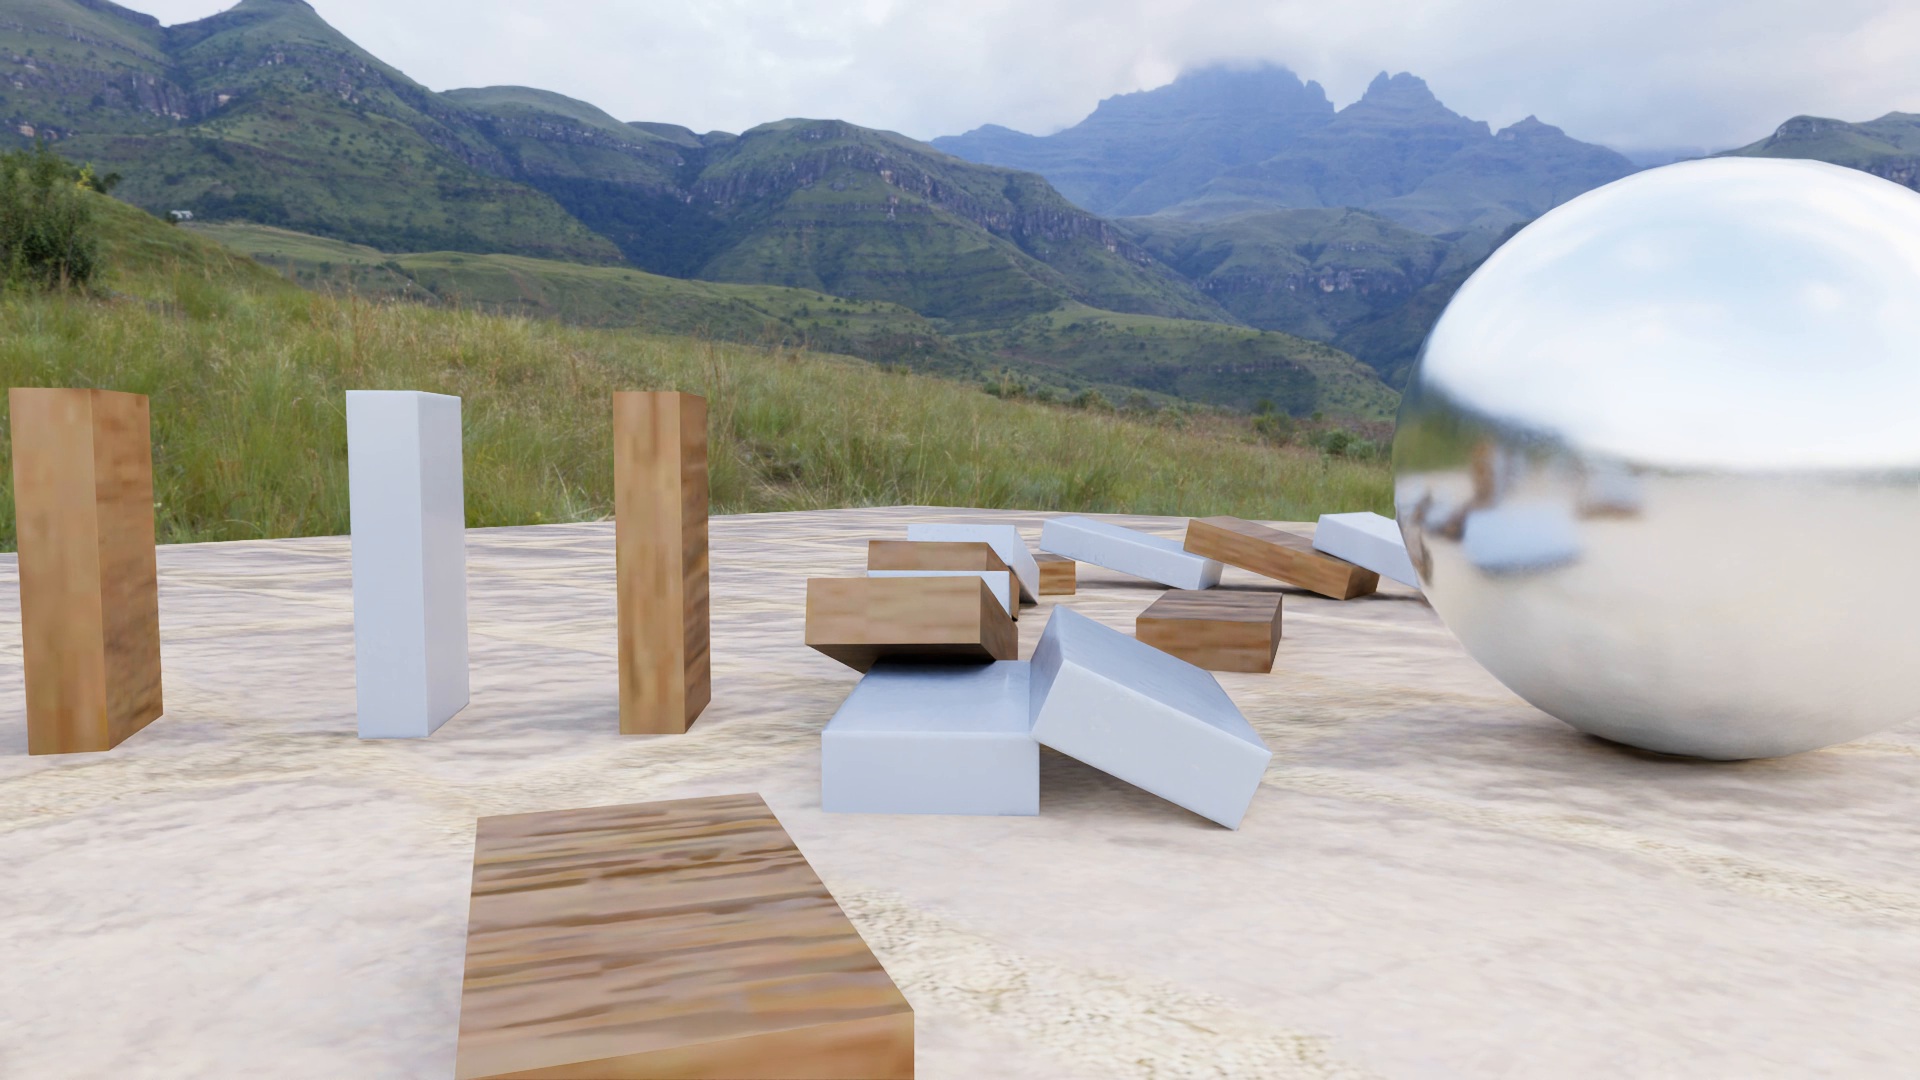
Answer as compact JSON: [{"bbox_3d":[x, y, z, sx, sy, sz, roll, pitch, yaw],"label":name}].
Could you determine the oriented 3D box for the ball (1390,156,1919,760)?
[{"bbox_3d":[0.101,-0.011,0.174,0.080,0.080,0.080,0,4,0],"label":"ball"}]

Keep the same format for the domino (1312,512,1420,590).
[{"bbox_3d":[0.125,0.005,0.351,0.025,0.009,0.050,-4,21,-40],"label":"domino"}]

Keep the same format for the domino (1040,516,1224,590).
[{"bbox_3d":[0.052,0.004,0.388,0.050,0.010,0.025,15,11,24],"label":"domino"}]

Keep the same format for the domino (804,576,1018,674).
[{"bbox_3d":[-0.006,0.015,0.205,0.025,0.009,0.050,-1,-12,9],"label":"domino"}]

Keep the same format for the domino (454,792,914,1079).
[{"bbox_3d":[-0.023,0.031,0.095,0.025,0.009,0.050,-1,5,-19],"label":"domino"}]

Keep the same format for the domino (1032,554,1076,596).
[{"bbox_3d":[0.006,0.010,0.369,0.050,0.010,0.025,-1,4,-10],"label":"domino"}]

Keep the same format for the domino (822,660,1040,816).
[{"bbox_3d":[-0.002,0.025,0.172,0.025,0.009,0.050,0,4,4],"label":"domino"}]

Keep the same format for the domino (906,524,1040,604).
[{"bbox_3d":[0.004,0.007,0.320,0.025,0.009,0.050,1,-13,11],"label":"domino"}]

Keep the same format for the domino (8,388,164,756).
[{"bbox_3d":[-0.126,0.004,0.187,0.009,0.050,0.025,-1,4,-17],"label":"domino"}]

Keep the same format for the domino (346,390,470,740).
[{"bbox_3d":[-0.084,0.003,0.196,0.010,0.050,0.025,-1,4,-8],"label":"domino"}]

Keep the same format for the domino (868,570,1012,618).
[{"bbox_3d":[-0.003,0.014,0.251,0.025,0.009,0.050,0,-8,3],"label":"domino"}]

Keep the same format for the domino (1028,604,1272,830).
[{"bbox_3d":[0.022,0.021,0.166,0.025,0.009,0.050,24,5,1],"label":"domino"}]

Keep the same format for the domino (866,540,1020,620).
[{"bbox_3d":[-0.002,0.010,0.288,0.025,0.009,0.050,1,-11,11],"label":"domino"}]

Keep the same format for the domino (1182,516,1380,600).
[{"bbox_3d":[0.093,0.004,0.372,0.050,0.009,0.025,19,15,35],"label":"domino"}]

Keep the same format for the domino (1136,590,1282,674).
[{"bbox_3d":[0.053,0.018,0.265,0.025,0.009,0.050,1,4,16],"label":"domino"}]

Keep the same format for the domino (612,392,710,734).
[{"bbox_3d":[-0.046,0.003,0.199,0.009,0.050,0.025,0,4,-2],"label":"domino"}]
